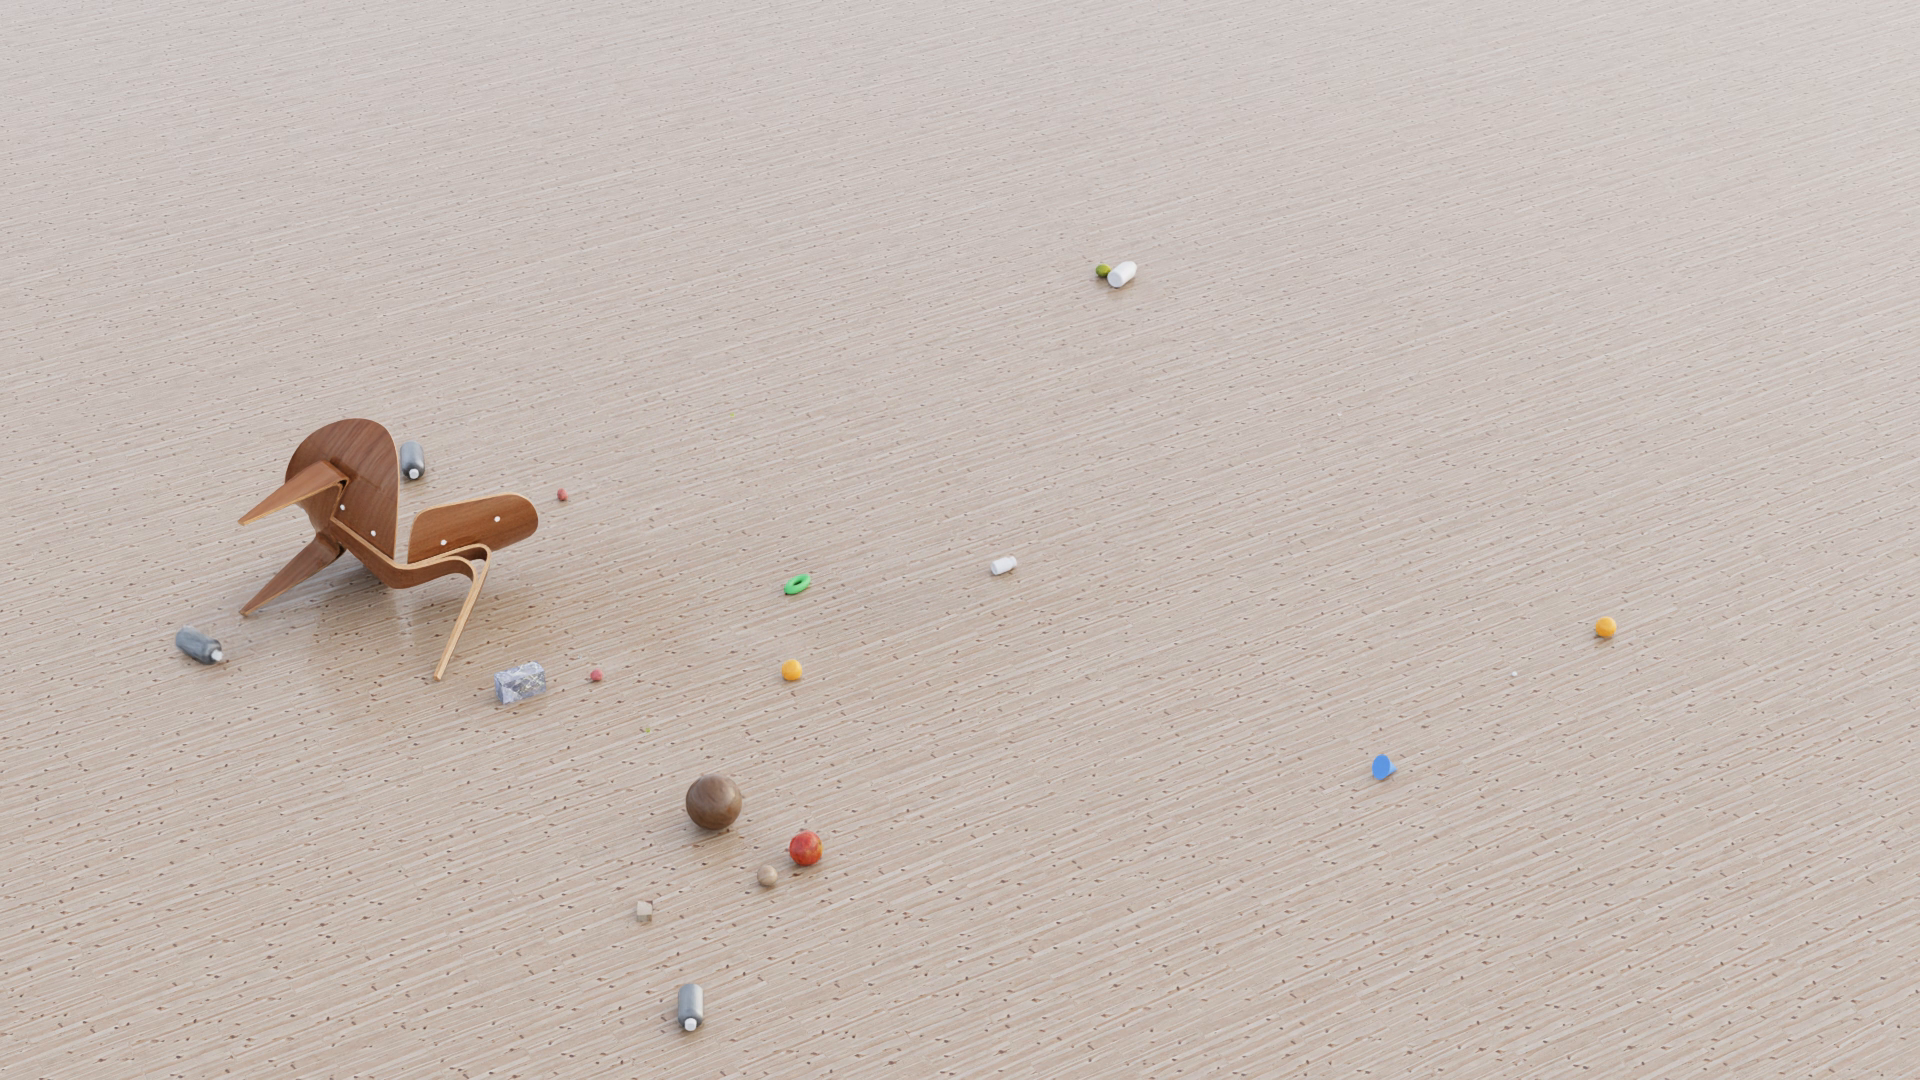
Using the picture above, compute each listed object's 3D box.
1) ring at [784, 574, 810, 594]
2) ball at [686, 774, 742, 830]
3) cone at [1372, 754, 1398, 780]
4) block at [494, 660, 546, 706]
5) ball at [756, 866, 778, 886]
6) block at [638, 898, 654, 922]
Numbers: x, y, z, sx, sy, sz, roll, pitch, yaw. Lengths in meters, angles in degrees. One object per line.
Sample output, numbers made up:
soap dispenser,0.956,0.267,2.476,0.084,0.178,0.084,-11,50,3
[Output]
ring,-0.592,0.161,10.672,0.066,0.031,0.126,25,41,30
ball,-0.796,0.848,9.490,0.185,0.185,0.185,0,33,0
cone,1.429,0.759,9.758,0.079,0.084,0.080,11,13,-38
block,-1.517,0.492,10.115,0.159,0.090,0.071,-18,37,-25
ball,-0.610,1.061,9.274,0.065,0.065,0.065,0,33,0
block,-0.984,1.157,9.165,0.045,0.027,0.076,-1,33,-2
